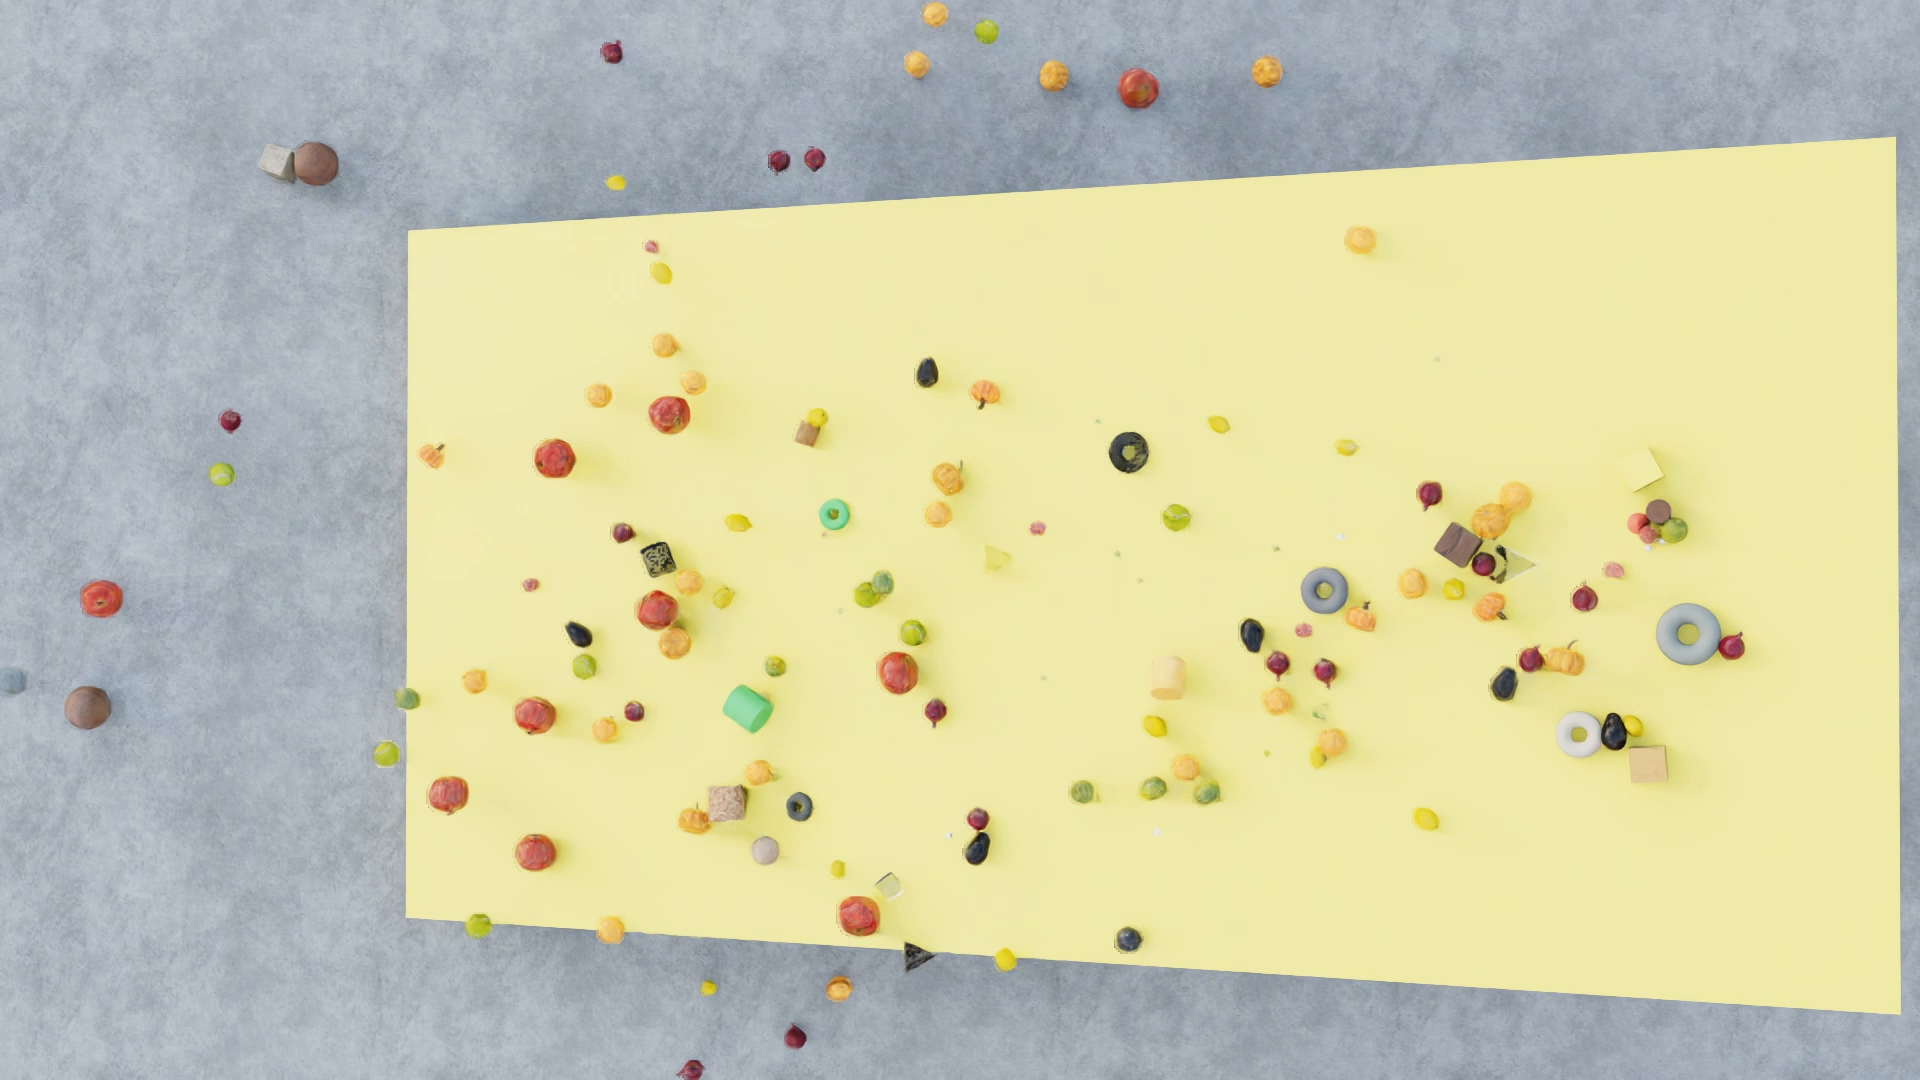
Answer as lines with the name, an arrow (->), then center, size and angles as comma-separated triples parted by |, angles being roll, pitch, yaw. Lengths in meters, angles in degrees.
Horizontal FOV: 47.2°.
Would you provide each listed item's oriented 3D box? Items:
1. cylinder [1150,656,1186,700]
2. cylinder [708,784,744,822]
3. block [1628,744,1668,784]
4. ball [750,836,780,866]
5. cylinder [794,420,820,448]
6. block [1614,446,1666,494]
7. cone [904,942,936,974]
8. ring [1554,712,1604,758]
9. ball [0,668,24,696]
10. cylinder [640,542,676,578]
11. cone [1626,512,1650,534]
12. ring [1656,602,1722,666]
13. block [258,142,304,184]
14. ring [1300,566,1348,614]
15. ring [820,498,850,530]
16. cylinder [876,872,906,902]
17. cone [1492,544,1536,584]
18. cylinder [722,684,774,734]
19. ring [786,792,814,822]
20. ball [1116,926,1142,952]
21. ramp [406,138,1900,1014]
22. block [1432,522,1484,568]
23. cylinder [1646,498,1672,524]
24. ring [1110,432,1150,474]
cylinder -> 0.525, 0.348, 5.547 | 0.087, 0.087, 0.087 | 6, 65, 0
cylinder -> -0.636, 0.716, 5.980 | 0.095, 0.095, 0.095 | -3, 84, 0
block -> 1.615, 0.525, 5.158 | 0.080, 0.080, 0.080 | -5, 88, 20
ball -> -0.527, 0.841, 5.950 | 0.081, 0.081, 0.081 | 0, 89, 0
cylinder -> -0.411, -0.286, 5.934 | 0.058, 0.058, 0.058 | 20, 96, 0
block -> 1.600, -0.166, 5.172 | 0.081, 0.081, 0.081 | -30, 79, 17
cone -> -0.102, 1.101, 5.814 | 0.084, 0.084, 0.084 | -2, 89, -7
ring -> 1.474, 0.463, 5.234 | 0.113, 0.038, 0.113 | 0, 90, 19
ball -> -2.790, 0.416, 6.455 | 0.082, 0.082, 0.082 | 0, 89, 0
cylinder -> -0.833, 0.055, 6.075 | 0.078, 0.078, 0.078 | -21, 82, 0
cone -> 1.598, -0.039, 5.187 | 0.052, 0.052, 0.052 | 0, 89, 20
ring -> 1.705, 0.221, 5.146 | 0.147, 0.049, 0.147 | 0, 90, 21
block -> -1.997, -1.106, 6.464 | 0.081, 0.081, 0.081 | 20, 84, 14
ring -> 0.904, 0.125, 5.450 | 0.120, 0.040, 0.120 | 0, 90, 19
ring -> -0.339, -0.069, 5.920 | 0.087, 0.029, 0.087 | 0, 89, 19
cylinder -> -0.185, 0.921, 5.834 | 0.057, 0.057, 0.057 | -39, 91, 0
cone -> 1.343, 0.059, 5.285 | 0.095, 0.095, 0.095 | 0, 89, -6
cylinder -> -0.576, 0.458, 5.964 | 0.098, 0.098, 0.098 | 33, 89, 18
ring -> -0.434, 0.723, 5.946 | 0.080, 0.027, 0.080 | 0, 90, 22
ball -> 0.429, 1.016, 5.600 | 0.066, 0.066, 0.066 | 0, 89, 0
ramp -> 0.281, 0.089, 5.756 | 4.000, 0.100, 2.000 | 0, 89, 20
block -> 1.205, 0.013, 5.317 | 0.081, 0.081, 0.081 | 36, 101, 17
cylinder -> 1.643, -0.067, 5.168 | 0.057, 0.057, 0.057 | 0, 89, 20
ring -> 0.433, -0.225, 5.631 | 0.109, 0.036, 0.109 | -1, 88, 24
